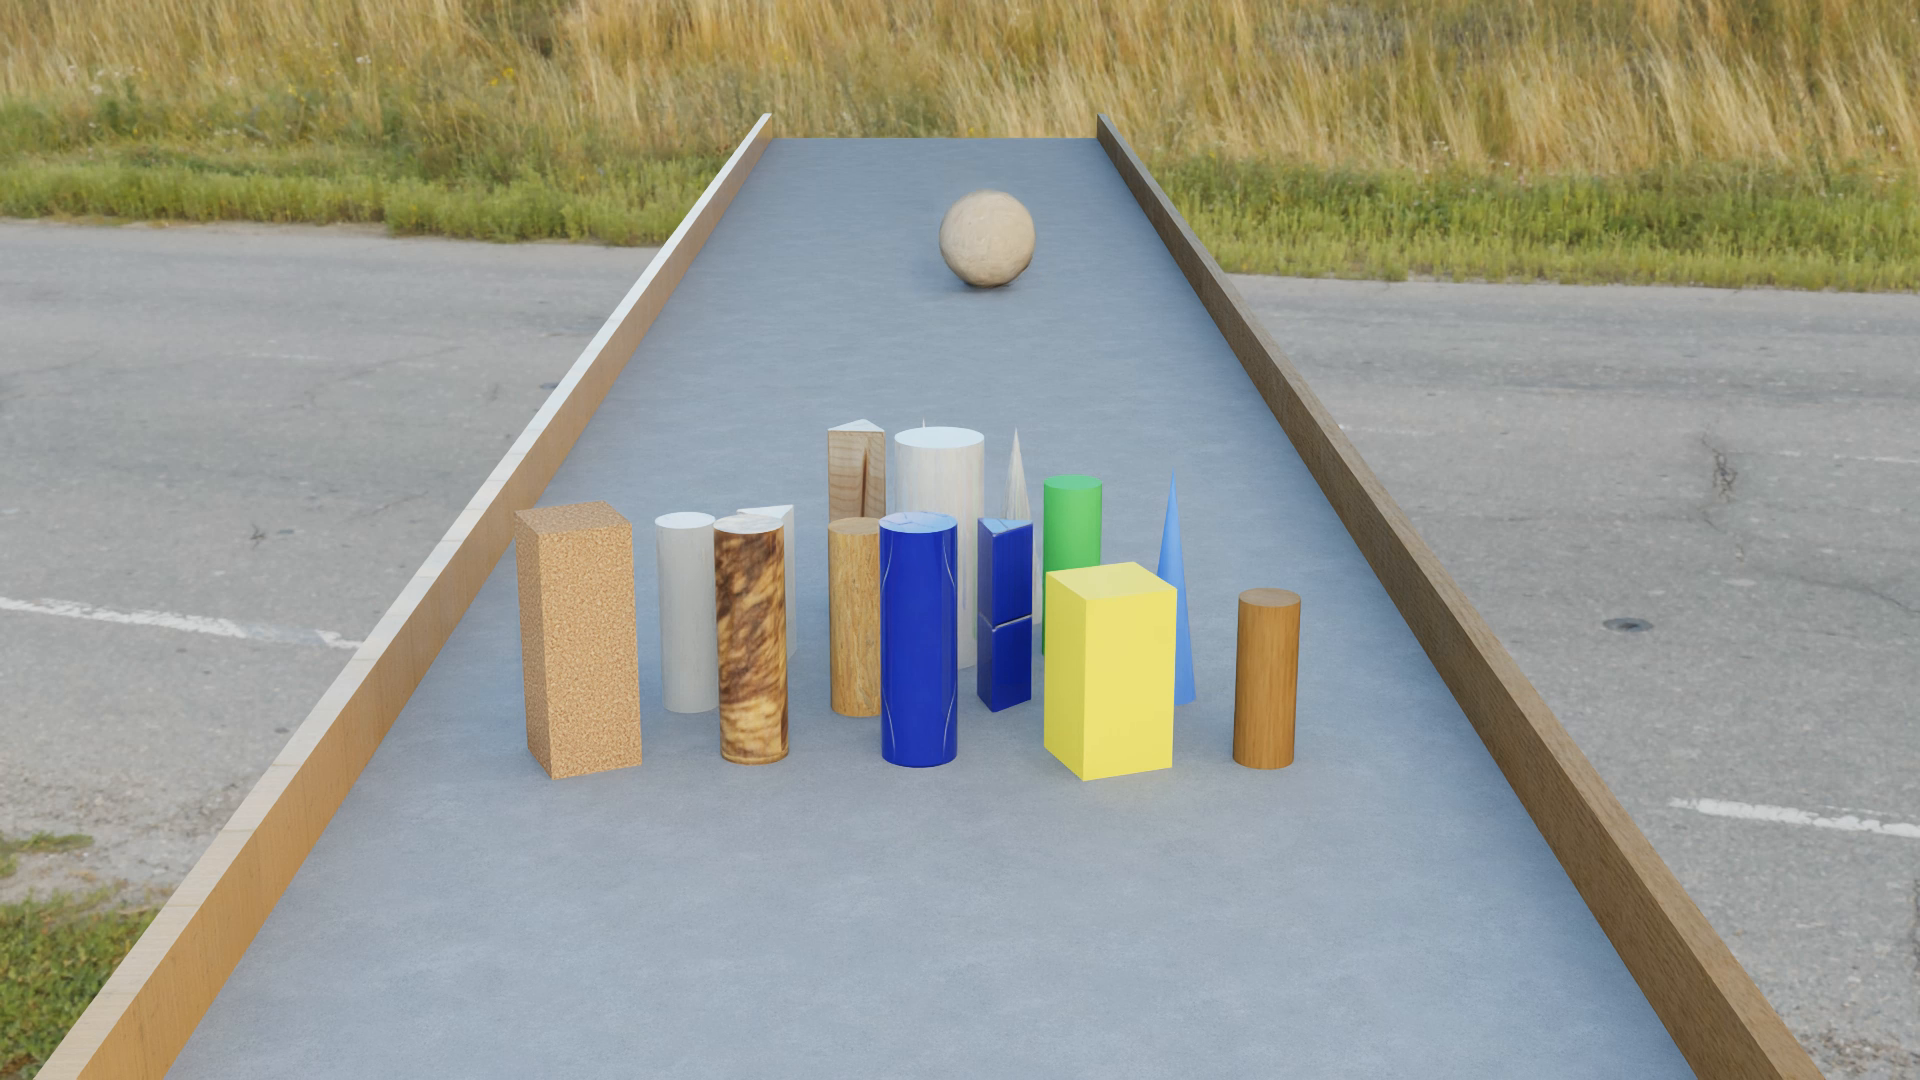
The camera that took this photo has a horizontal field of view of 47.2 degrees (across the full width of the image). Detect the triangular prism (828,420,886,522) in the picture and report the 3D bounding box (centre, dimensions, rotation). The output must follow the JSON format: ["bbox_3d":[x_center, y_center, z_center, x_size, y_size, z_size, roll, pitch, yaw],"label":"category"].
[{"bbox_3d":[-0.209,-0.042,4.640,0.118,0.414,0.102,2,17,6],"label":"triangular prism"}]

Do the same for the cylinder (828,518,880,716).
[{"bbox_3d":[-0.186,0.144,4.120,0.118,0.355,0.118,0,17,0],"label":"cylinder"}]

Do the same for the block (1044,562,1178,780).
[{"bbox_3d":[0.263,0.229,3.878,0.171,0.330,0.171,-6,18,-20],"label":"block"}]

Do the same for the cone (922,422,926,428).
[{"bbox_3d":[-0.080,-0.095,4.906,0.125,0.364,0.125,0,17,0],"label":"cone"}]

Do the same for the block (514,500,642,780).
[{"bbox_3d":[-0.671,0.173,3.864,0.163,0.444,0.163,-8,18,-24],"label":"block"}]

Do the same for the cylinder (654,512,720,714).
[{"bbox_3d":[-0.510,0.136,4.134,0.112,0.361,0.112,0,17,0],"label":"cylinder"}]

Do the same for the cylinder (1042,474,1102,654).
[{"bbox_3d":[0.224,0.057,4.409,0.116,0.358,0.116,0,17,0],"label":"cylinder"}]

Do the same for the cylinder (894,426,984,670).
[{"bbox_3d":[-0.040,0.016,4.376,0.177,0.454,0.177,0,17,0],"label":"cylinder"}]

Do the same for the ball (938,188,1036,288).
[{"bbox_3d":[0.106,-1.163,8.478,0.377,0.377,0.377,0,17,0],"label":"ball"}]

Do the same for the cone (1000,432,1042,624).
[{"bbox_3d":[0.116,-0.038,4.623,0.139,0.416,0.139,0,17,0],"label":"cone"}]

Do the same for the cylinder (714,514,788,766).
[{"bbox_3d":[-0.368,0.176,3.885,0.123,0.427,0.123,0,17,0],"label":"cylinder"}]

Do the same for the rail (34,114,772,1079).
[{"bbox_3d":[-1.118,-0.838,7.780,0.050,0.150,12.000,0,17,-1],"label":"rail"}]

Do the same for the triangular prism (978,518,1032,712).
[{"bbox_3d":[0.067,0.136,4.151,0.090,0.352,0.104,15,22,42],"label":"triangular prism"}]

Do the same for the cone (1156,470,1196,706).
[{"bbox_3d":[0.398,0.080,4.157,0.110,0.456,0.110,0,17,0],"label":"cone"}]

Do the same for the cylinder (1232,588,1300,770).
[{"bbox_3d":[0.540,0.244,3.877,0.108,0.301,0.108,0,17,0],"label":"cylinder"}]

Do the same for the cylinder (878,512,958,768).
[{"bbox_3d":[-0.073,0.176,3.879,0.137,0.431,0.137,0,17,0],"label":"cylinder"}]

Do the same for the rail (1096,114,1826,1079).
[{"bbox_3d":[0.932,-0.844,7.801,0.050,0.150,12.000,0,17,-1],"label":"rail"}]

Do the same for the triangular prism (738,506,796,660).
[{"bbox_3d":[-0.367,0.087,4.400,0.113,0.305,0.098,14,22,40],"label":"triangular prism"}]
